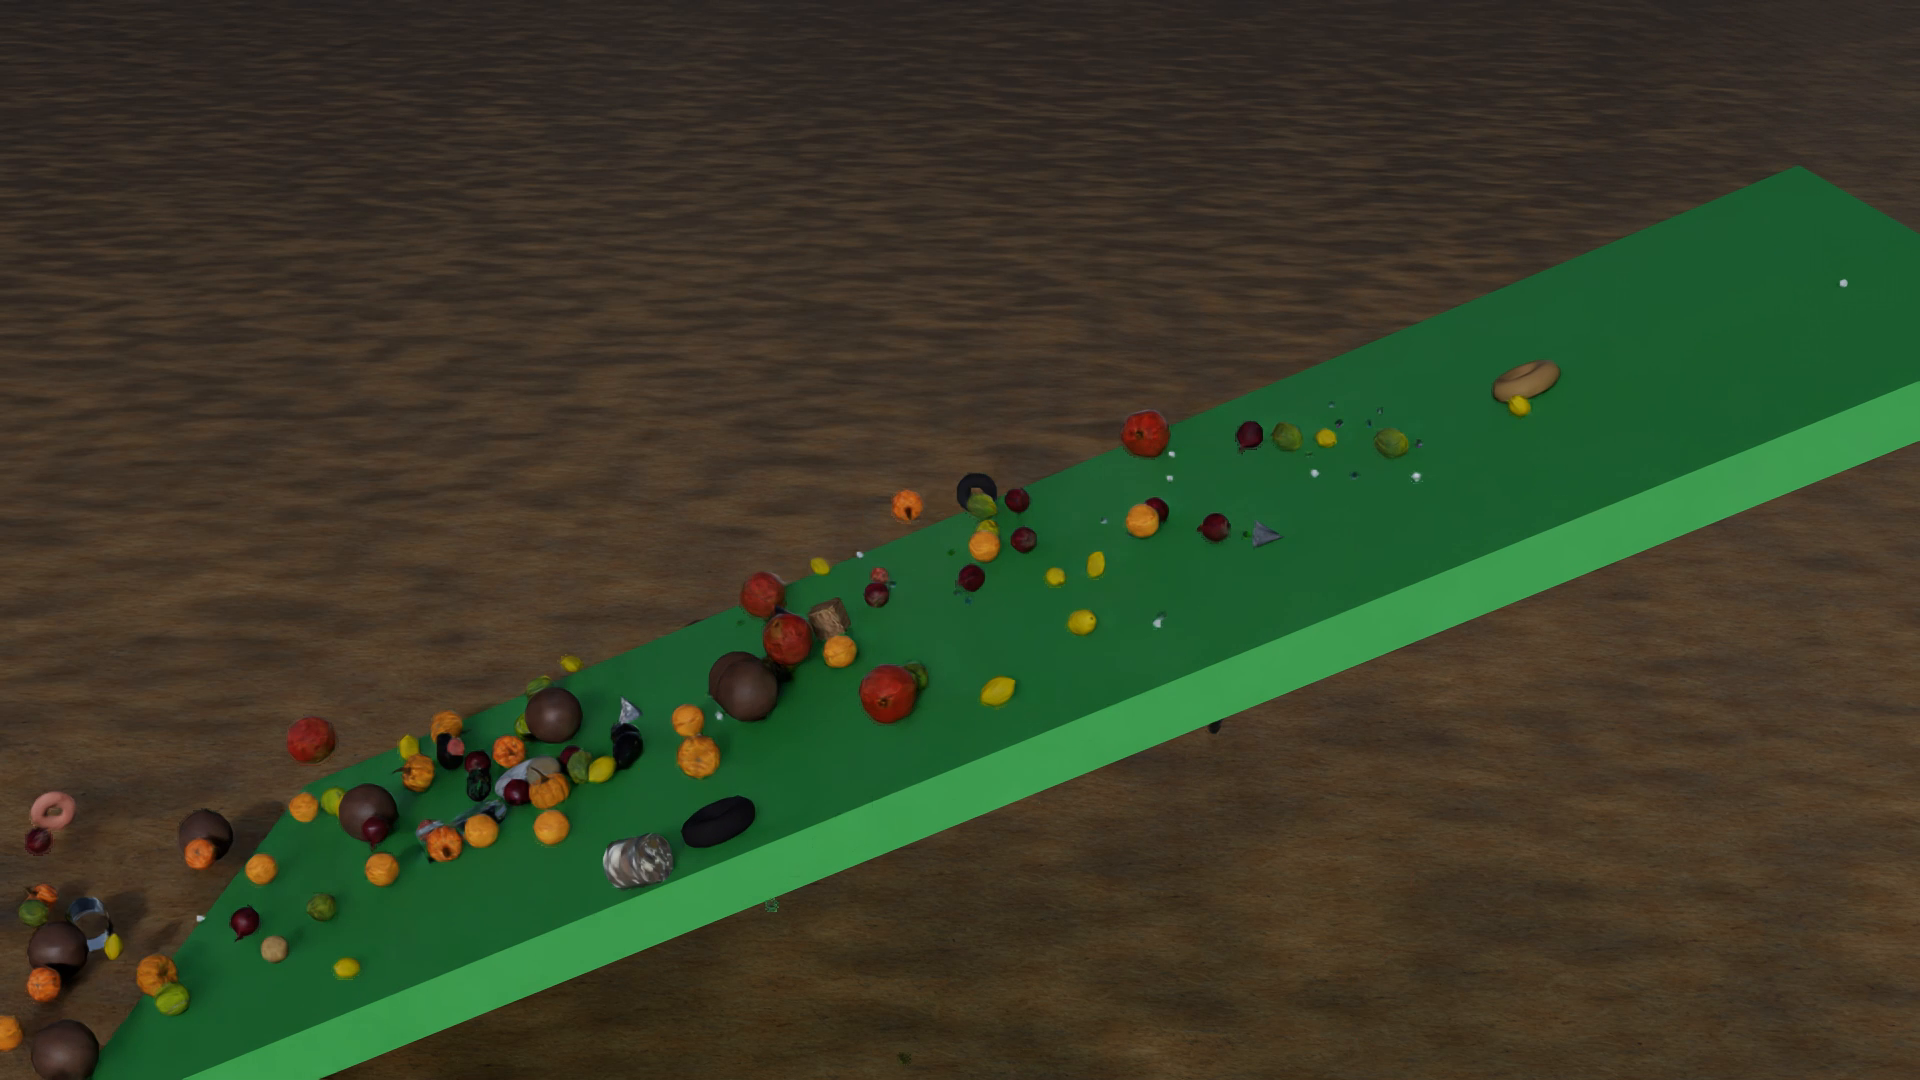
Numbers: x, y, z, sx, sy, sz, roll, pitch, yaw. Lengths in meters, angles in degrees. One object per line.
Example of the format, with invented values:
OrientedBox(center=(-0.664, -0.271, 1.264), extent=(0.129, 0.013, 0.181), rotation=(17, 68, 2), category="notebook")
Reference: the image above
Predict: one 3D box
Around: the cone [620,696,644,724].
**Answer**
OrientedBox(center=(-0.763, 0.380, 6.713), extent=(0.059, 0.059, 0.059), rotation=(-23, 13, 5), category="cone")

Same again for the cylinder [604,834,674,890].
OrientedBox(center=(-0.596, 0.595, 5.451), extent=(0.091, 0.091, 0.091), rotation=(-15, 4, 36), category="cylinder")

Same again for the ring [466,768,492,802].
OrientedBox(center=(-1.078, 0.549, 6.589), extent=(0.075, 0.075, 0.025), rotation=(14, -1, 43), category="ring")

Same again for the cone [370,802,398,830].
OrientedBox(center=(-1.326, 0.634, 6.786), extent=(0.065, 0.065, 0.065), rotation=(0, 14, -17), category="cone")

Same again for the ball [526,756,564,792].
OrientedBox(center=(-0.904, 0.509, 6.396), extent=(0.081, 0.081, 0.081), rotation=(0, 15, 0), category="ball")

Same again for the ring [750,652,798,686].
OrientedBox(center=(-0.412, 0.284, 6.504), extent=(0.116, 0.039, 0.116), rotation=(-22, 15, 6), category="ring")

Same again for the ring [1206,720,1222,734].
OrientedBox(center=(0.705, 0.488, 8.197), extent=(0.035, 0.105, 0.105), rotation=(-3, 15, -6), category="ring")

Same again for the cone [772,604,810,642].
OrientedBox(center=(-0.390, 0.192, 6.837), extent=(0.090, 0.090, 0.090), rotation=(1, 15, -8), category="cone")

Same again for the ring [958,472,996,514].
OrientedBox(center=(0.040, -0.113, 7.086), extent=(0.100, 0.100, 0.033), rotation=(6, -6, 20), category="ring")

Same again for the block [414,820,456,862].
OrientedBox(center=(-1.125, 0.644, 6.299), extent=(0.061, 0.061, 0.061), rotation=(-27, 13, -12), category="block")

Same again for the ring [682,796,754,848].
OrientedBox(center=(-0.455, 0.532, 5.549), extent=(0.148, 0.049, 0.148), rotation=(-22, 13, 5), category="ring")

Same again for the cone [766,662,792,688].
OrientedBox(center=(-0.404, 0.303, 6.430), extent=(0.052, 0.052, 0.052), rotation=(-45, 19, 2), category="cone")

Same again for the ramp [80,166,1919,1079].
OrientedBox(center=(0.131, 0.171, 6.285), extent=(4.000, 0.100, 2.000), rotation=(-22, 13, 8), category="ramp")

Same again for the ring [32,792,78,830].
OrientedBox(center=(-2.289, 0.685, 7.432), extent=(0.112, 0.112, 0.037), rotation=(-5, 32, -17), category="ring")

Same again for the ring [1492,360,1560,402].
OrientedBox(center=(1.167, -0.327, 6.066), extent=(0.146, 0.049, 0.146), rotation=(-24, 11, 5), category="ring")

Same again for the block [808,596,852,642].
OrientedBox(center=(-0.296, 0.179, 6.655), extent=(0.067, 0.067, 0.067), rotation=(-21, 13, 16), category="block")

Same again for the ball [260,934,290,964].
OrientedBox(center=(-1.405, 0.838, 6.030), extent=(0.058, 0.058, 0.058), rotation=(0, 15, 0), category="ball")

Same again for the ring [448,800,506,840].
OrientedBox(center=(-1.041, 0.605, 6.345), extent=(0.134, 0.045, 0.134), rotation=(-24, 12, 5), category="ring")

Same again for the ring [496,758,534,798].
OrientedBox(center=(-0.966, 0.527, 6.519), extent=(0.140, 0.047, 0.140), rotation=(-25, 12, 6), category="ring")

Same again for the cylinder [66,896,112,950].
OrientedBox(center=(-1.992, 0.878, 6.729), extent=(0.093, 0.093, 0.093), rotation=(-6, 20, -23), category="cylinder")
